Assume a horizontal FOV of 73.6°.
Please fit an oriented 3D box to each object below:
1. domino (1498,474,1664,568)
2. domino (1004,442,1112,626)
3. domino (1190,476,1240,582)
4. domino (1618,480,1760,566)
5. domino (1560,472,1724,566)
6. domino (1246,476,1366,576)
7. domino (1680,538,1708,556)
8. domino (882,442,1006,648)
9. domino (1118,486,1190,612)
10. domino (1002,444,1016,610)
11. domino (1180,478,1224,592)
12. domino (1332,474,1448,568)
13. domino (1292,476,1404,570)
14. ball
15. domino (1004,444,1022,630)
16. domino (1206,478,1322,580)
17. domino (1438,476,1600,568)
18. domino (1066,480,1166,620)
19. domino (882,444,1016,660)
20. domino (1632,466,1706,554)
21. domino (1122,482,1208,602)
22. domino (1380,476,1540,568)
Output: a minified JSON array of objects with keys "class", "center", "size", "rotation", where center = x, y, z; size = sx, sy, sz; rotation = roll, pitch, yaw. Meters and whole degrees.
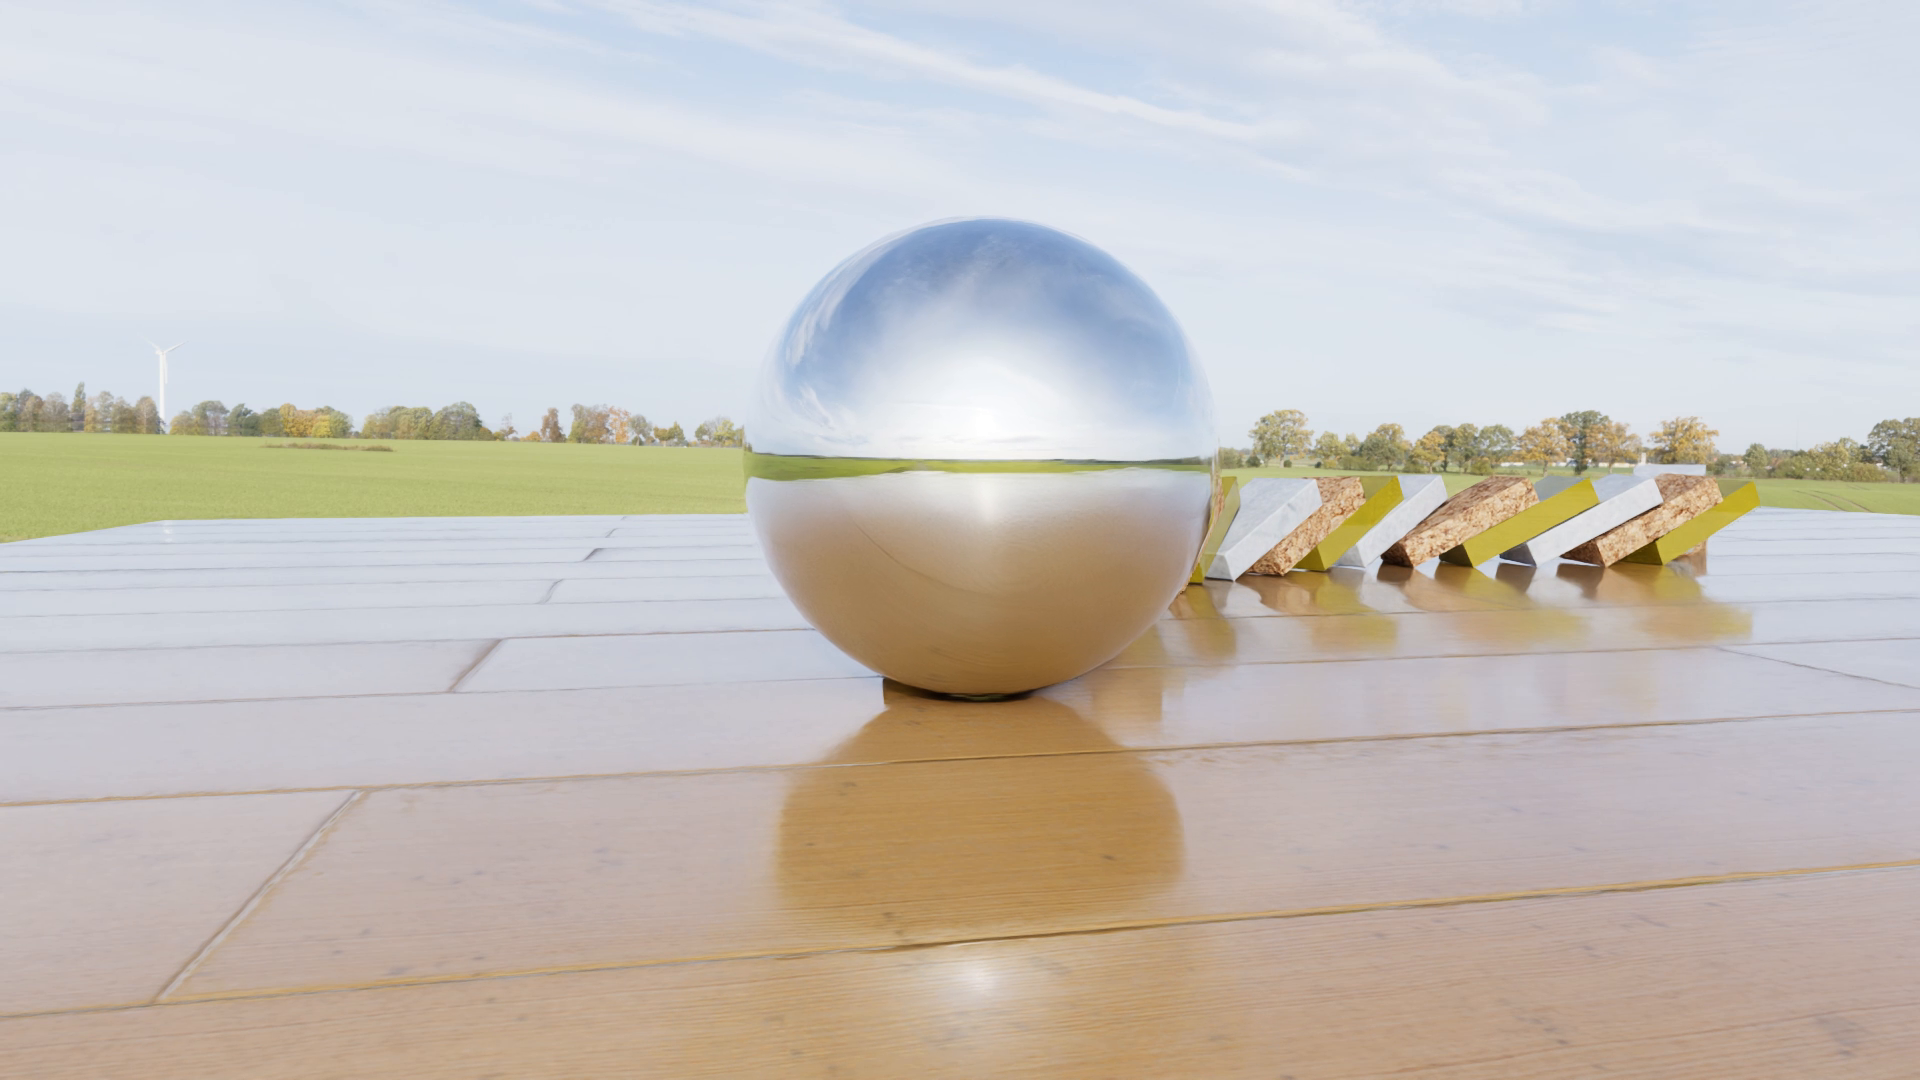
[{"class":"domino","center":[0.218,-0.007,0.456],"size":[0.050,0.009,0.025],"rotation":[-27,8,-2]},{"class":"domino","center":[0.019,-0.003,0.317],"size":[0.025,0.050,0.009],"rotation":[2,-38,26]},{"class":"domino","center":[0.071,-0.004,0.408],"size":[0.025,0.009,0.050],"rotation":[0,31,28]},{"class":"domino","center":[0.261,-0.007,0.466],"size":[0.050,0.010,0.025],"rotation":[-27,13,-16]},{"class":"domino","center":[0.241,-0.008,0.458],"size":[0.050,0.010,0.025],"rotation":[-28,11,-7]},{"class":"domino","center":[0.111,-0.005,0.432],"size":[0.050,0.009,0.025],"rotation":[-35,23,-31]},{"class":"domino","center":[0.283,-0.001,0.515],"size":[0.025,0.010,0.050],"rotation":[3,5,37]},{"class":"domino","center":[-0.003,0.000,0.280],"size":[0.025,0.050,0.009],"rotation":[-1,-40,2]},{"class":"domino","center":[0.043,0.001,0.348],"size":[0.025,0.009,0.050],"rotation":[2,31,26]},{"class":"domino","center":[-0.001,-0.001,0.294],"size":[0.025,0.050,0.009],"rotation":[1,-40,8]},{"class":"domino","center":[0.061,-0.002,0.388],"size":[0.025,0.010,0.050],"rotation":[1,31,27]},{"class":"domino","center":[0.147,-0.007,0.456],"size":[0.050,0.009,0.025],"rotation":[-33,20,-28]},{"class":"domino","center":[0.129,-0.007,0.445],"size":[0.050,0.010,0.025],"rotation":[-35,22,-31]},{"class":"ball","center":[0.004,-0.014,0.217],"size":[0.080,0.080,0.080],"rotation":[0,4,0]},{"class":"domino","center":[0.001,-0.002,0.307],"size":[0.025,0.050,0.009],"rotation":[0,-40,7]},{"class":"domino","center":[0.093,-0.004,0.420],"size":[0.050,0.010,0.025],"rotation":[-35,24,-31]},{"class":"domino","center":[0.196,-0.007,0.454],"size":[0.050,0.009,0.025],"rotation":[-27,6,-3]},{"class":"domino","center":[0.034,0.001,0.330],"size":[0.025,0.010,0.050],"rotation":[2,34,26]},{"class":"domino","center":[-0.001,0.001,0.266],"size":[0.025,0.050,0.009],"rotation":[0,-40,3]},{"class":"domino","center":[0.272,-0.013,0.498],"size":[0.025,0.010,0.050],"rotation":[2,33,36]},{"class":"domino","center":[0.053,-0.001,0.368],"size":[0.025,0.009,0.050],"rotation":[2,31,26]},{"class":"domino","center":[0.174,-0.007,0.453],"size":[0.050,0.010,0.025],"rotation":[-27,6,-3]}]
